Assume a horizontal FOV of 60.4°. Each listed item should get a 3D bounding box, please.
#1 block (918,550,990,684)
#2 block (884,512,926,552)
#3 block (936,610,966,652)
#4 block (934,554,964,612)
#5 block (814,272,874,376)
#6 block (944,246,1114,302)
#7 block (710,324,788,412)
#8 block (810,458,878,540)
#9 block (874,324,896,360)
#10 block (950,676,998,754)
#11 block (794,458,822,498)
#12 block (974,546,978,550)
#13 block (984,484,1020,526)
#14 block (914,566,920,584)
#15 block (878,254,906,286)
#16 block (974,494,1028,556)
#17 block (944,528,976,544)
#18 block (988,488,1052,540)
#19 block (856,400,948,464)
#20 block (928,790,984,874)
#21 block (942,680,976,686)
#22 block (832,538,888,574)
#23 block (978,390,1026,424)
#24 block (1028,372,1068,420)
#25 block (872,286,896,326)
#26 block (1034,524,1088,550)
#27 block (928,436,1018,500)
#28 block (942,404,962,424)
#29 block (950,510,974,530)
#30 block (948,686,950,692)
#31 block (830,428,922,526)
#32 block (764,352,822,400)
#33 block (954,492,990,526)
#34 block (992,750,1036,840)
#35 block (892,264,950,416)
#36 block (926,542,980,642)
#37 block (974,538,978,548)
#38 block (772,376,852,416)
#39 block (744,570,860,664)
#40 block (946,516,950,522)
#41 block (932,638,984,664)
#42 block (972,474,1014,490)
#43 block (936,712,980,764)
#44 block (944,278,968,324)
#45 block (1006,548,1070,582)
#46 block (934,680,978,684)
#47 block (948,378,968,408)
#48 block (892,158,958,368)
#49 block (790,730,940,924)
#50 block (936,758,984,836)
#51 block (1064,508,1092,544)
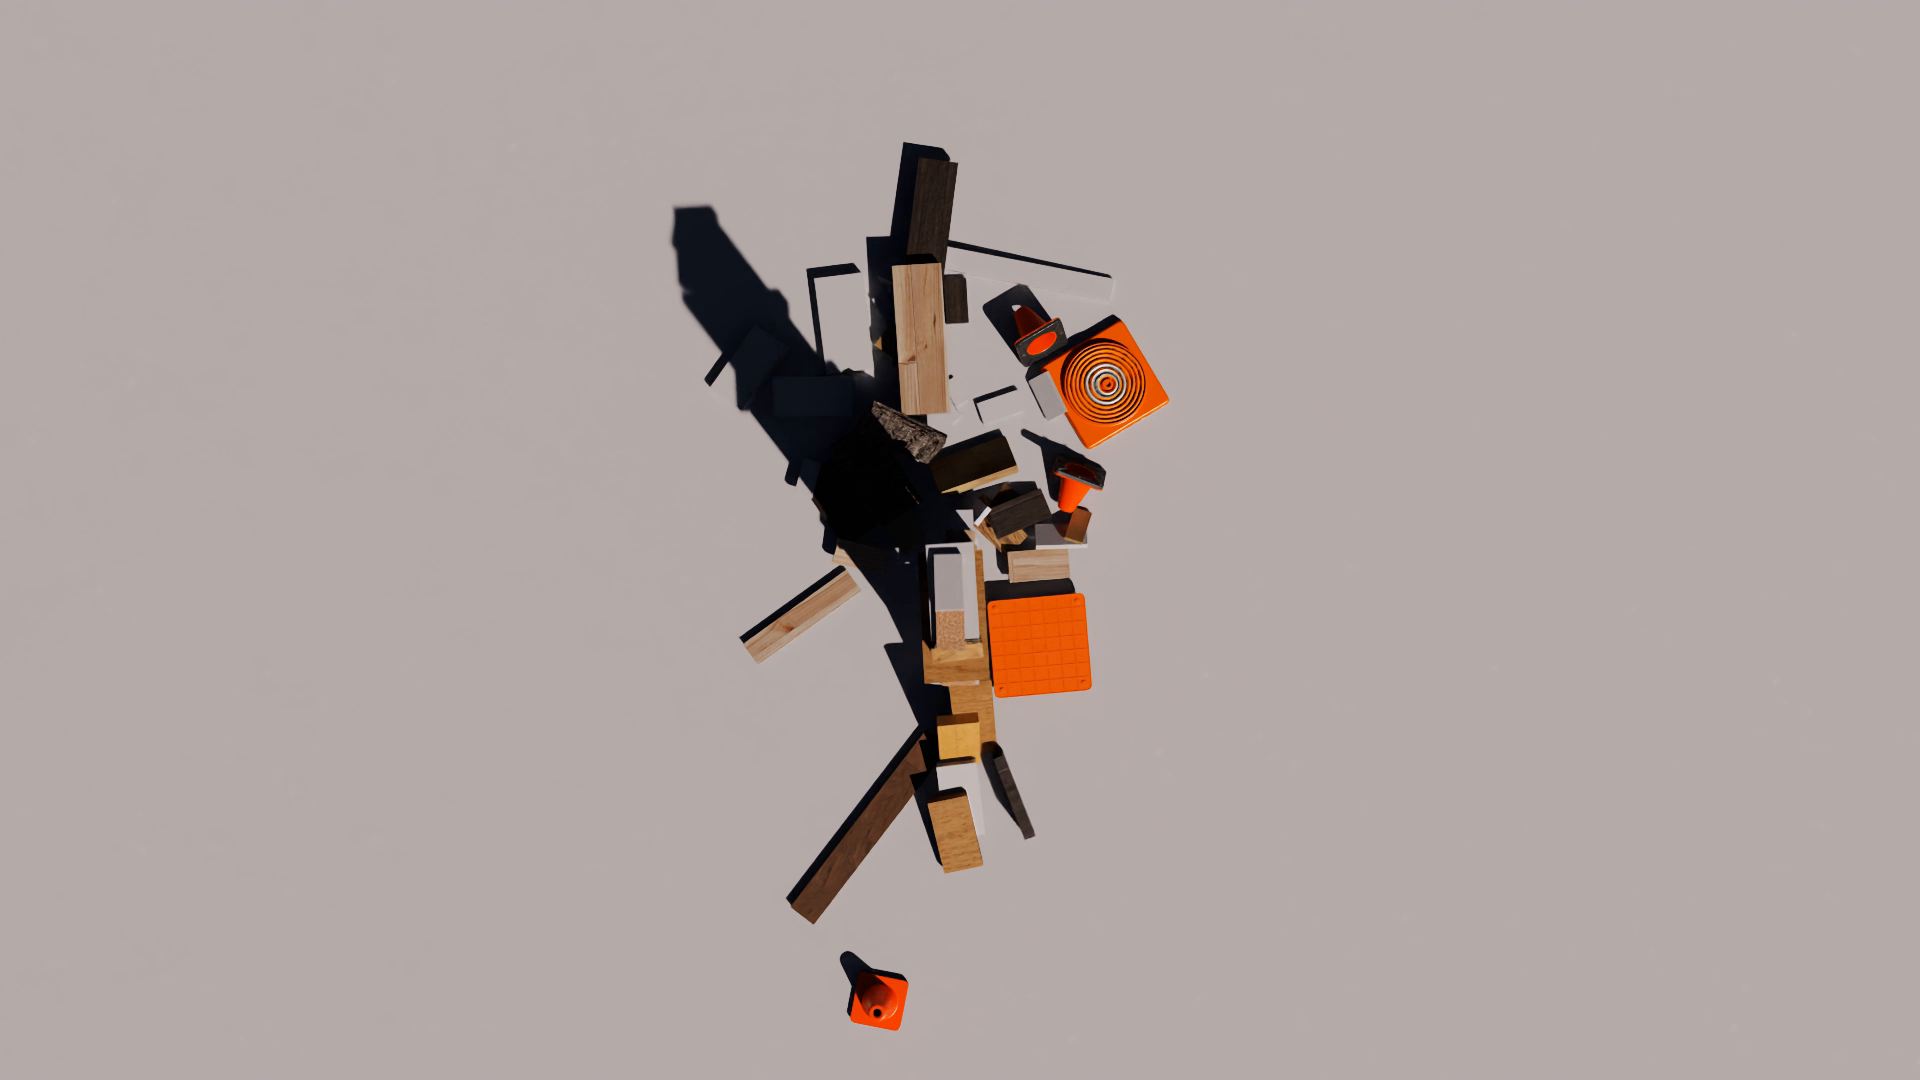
[{"bbox_3d":[-0.018,0.211,4.569,0.180,0.051,0.359,-3,90,0],"label":"block"},{"bbox_3d":[-0.206,-0.062,5.487,0.094,0.027,0.187,-36,90,0],"label":"block"},{"bbox_3d":[-0.025,0.212,4.248,0.073,0.021,0.146,-1,90,0],"label":"block"},{"bbox_3d":[-0.029,0.109,4.234,0.073,0.021,0.146,-2,78,0],"label":"block"},{"bbox_3d":[-0.383,-0.717,5.477,0.160,0.045,0.320,-7,90,0],"label":"block"},{"bbox_3d":[0.176,-0.892,5.476,0.670,0.021,0.074,11,89,-2],"label":"block"},{"bbox_3d":[-0.701,-0.572,5.482,0.131,0.037,0.261,35,90,0],"label":"block"},{"bbox_3d":[-0.404,-0.123,5.481,0.135,0.038,0.269,-34,90,0],"label":"block"},{"bbox_3d":[-0.183,-0.627,5.462,0.180,0.025,0.090,36,90,0],"label":"block"},{"bbox_3d":[0.043,0.560,5.307,0.133,0.453,0.038,-6,53,0],"label":"block"},{"bbox_3d":[-0.503,-0.203,5.453,0.061,0.017,0.122,15,90,0],"label":"block"},{"bbox_3d":[0.004,0.036,4.925,0.094,0.291,0.027,-9,90,0],"label":"block"},{"bbox_3d":[0.136,-0.110,5.463,0.071,0.020,0.141,36,71,-3],"label":"block"},{"bbox_3d":[-0.035,0.096,4.832,0.180,0.475,0.051,-3,89,0],"label":"block"},{"bbox_3d":[-0.171,-0.872,5.474,0.180,0.026,0.090,24,75,-1],"label":"block"},{"bbox_3d":[0.117,-0.049,5.486,0.204,0.029,0.102,44,90,0],"label":"block"},{"bbox_3d":[-0.004,0.060,5.084,0.093,0.026,0.185,4,90,0],"label":"block"},{"bbox_3d":[0.195,-0.087,5.449,0.204,0.029,0.102,-23,90,-22],"label":"block"},{"bbox_3d":[-0.192,-0.351,5.400,0.269,0.135,0.038,24,52,-16],"label":"block"},{"bbox_3d":[-0.015,0.964,5.438,0.131,0.037,0.263,-12,107,2],"label":"block"},{"bbox_3d":[-0.004,0.395,4.856,0.098,0.195,0.028,-1,73,0],"label":"block"},{"bbox_3d":[-0.331,0.053,5.464,0.170,0.024,0.085,14,100,-12],"label":"block"},{"bbox_3d":[0.136,-0.443,5.490,0.146,0.021,0.073,-19,90,0],"label":"block"},{"bbox_3d":[0.292,-0.477,5.470,0.074,0.021,0.149,-26,90,34],"label":"block"},{"bbox_3d":[-0.181,-0.701,5.487,0.090,0.025,0.284,-31,90,0],"label":"block"},{"bbox_3d":[0.335,-0.013,5.467,0.170,0.024,0.085,-2,57,0],"label":"block"},{"bbox_3d":[0.045,-0.240,5.445,0.269,0.038,0.135,-20,54,0],"label":"block"},{"bbox_3d":[-0.040,-0.432,5.494,0.045,0.013,0.091,-43,90,0],"label":"block"},{"bbox_3d":[0.007,-0.023,5.342,0.074,0.021,0.148,-1,90,0],"label":"block"},{"bbox_3d":[0.023,0.549,5.486,0.098,0.028,0.195,-13,90,0],"label":"block"},{"bbox_3d":[-0.277,-0.221,5.447,0.160,0.045,0.320,-33,79,0],"label":"block"},{"bbox_3d":[-0.557,-0.527,5.487,0.094,0.027,0.187,44,90,0],"label":"block"},{"bbox_3d":[0.042,-0.104,5.437,0.071,0.141,0.020,-51,127,0],"label":"block"},{"bbox_3d":[0.177,0.839,5.434,0.037,0.131,0.282,-21,90,0],"label":"block"},{"bbox_3d":[-0.126,-0.653,5.389,0.160,0.045,0.488,-4,89,-2],"label":"block"},{"bbox_3d":[-0.019,0.133,4.276,0.125,0.035,0.249,-3,90,0],"label":"block"},{"bbox_3d":[0.011,0.001,5.214,0.093,0.235,0.026,11,90,0],"label":"block"},{"bbox_3d":[-0.489,-0.476,5.461,0.261,0.037,0.131,-1,96,-6],"label":"block"},{"bbox_3d":[-0.525,0.257,5.488,0.422,0.024,0.085,-36,90,0],"label":"block"},{"bbox_3d":[-0.005,-0.059,5.426,0.074,0.148,0.021,18,90,0],"label":"block"},{"bbox_3d":[-0.007,0.292,4.409,0.133,0.266,0.038,-7,91,0],"label":"block"},{"bbox_3d":[0.110,-0.192,5.465,0.141,0.071,0.020,-16,90,0],"label":"block"},{"bbox_3d":[-0.004,0.650,5.356,0.133,0.266,0.038,-5,53,-2],"label":"block"},{"bbox_3d":[-0.012,-0.795,5.489,0.074,0.021,0.149,-3,90,0],"label":"block"},{"bbox_3d":[0.259,0.082,5.469,0.204,0.029,0.102,-5,90,-9],"label":"block"},{"bbox_3d":[-0.014,0.291,4.973,0.144,0.041,0.287,0,90,0],"label":"block"},{"bbox_3d":[-0.017,-0.492,5.494,0.045,0.013,0.091,-31,90,0],"label":"block"},{"bbox_3d":[-0.114,-0.907,5.435,0.131,0.037,0.690,7,89,-2],"label":"block"},{"bbox_3d":[-0.299,0.954,5.486,0.098,0.028,0.741,37,90,0],"label":"block"},{"bbox_3d":[0.002,0.853,5.443,0.131,0.037,0.263,-7,108,0],"label":"block"},{"bbox_3d":[0.391,-0.046,5.459,0.061,0.017,0.122,17,59,5],"label":"block"}]
